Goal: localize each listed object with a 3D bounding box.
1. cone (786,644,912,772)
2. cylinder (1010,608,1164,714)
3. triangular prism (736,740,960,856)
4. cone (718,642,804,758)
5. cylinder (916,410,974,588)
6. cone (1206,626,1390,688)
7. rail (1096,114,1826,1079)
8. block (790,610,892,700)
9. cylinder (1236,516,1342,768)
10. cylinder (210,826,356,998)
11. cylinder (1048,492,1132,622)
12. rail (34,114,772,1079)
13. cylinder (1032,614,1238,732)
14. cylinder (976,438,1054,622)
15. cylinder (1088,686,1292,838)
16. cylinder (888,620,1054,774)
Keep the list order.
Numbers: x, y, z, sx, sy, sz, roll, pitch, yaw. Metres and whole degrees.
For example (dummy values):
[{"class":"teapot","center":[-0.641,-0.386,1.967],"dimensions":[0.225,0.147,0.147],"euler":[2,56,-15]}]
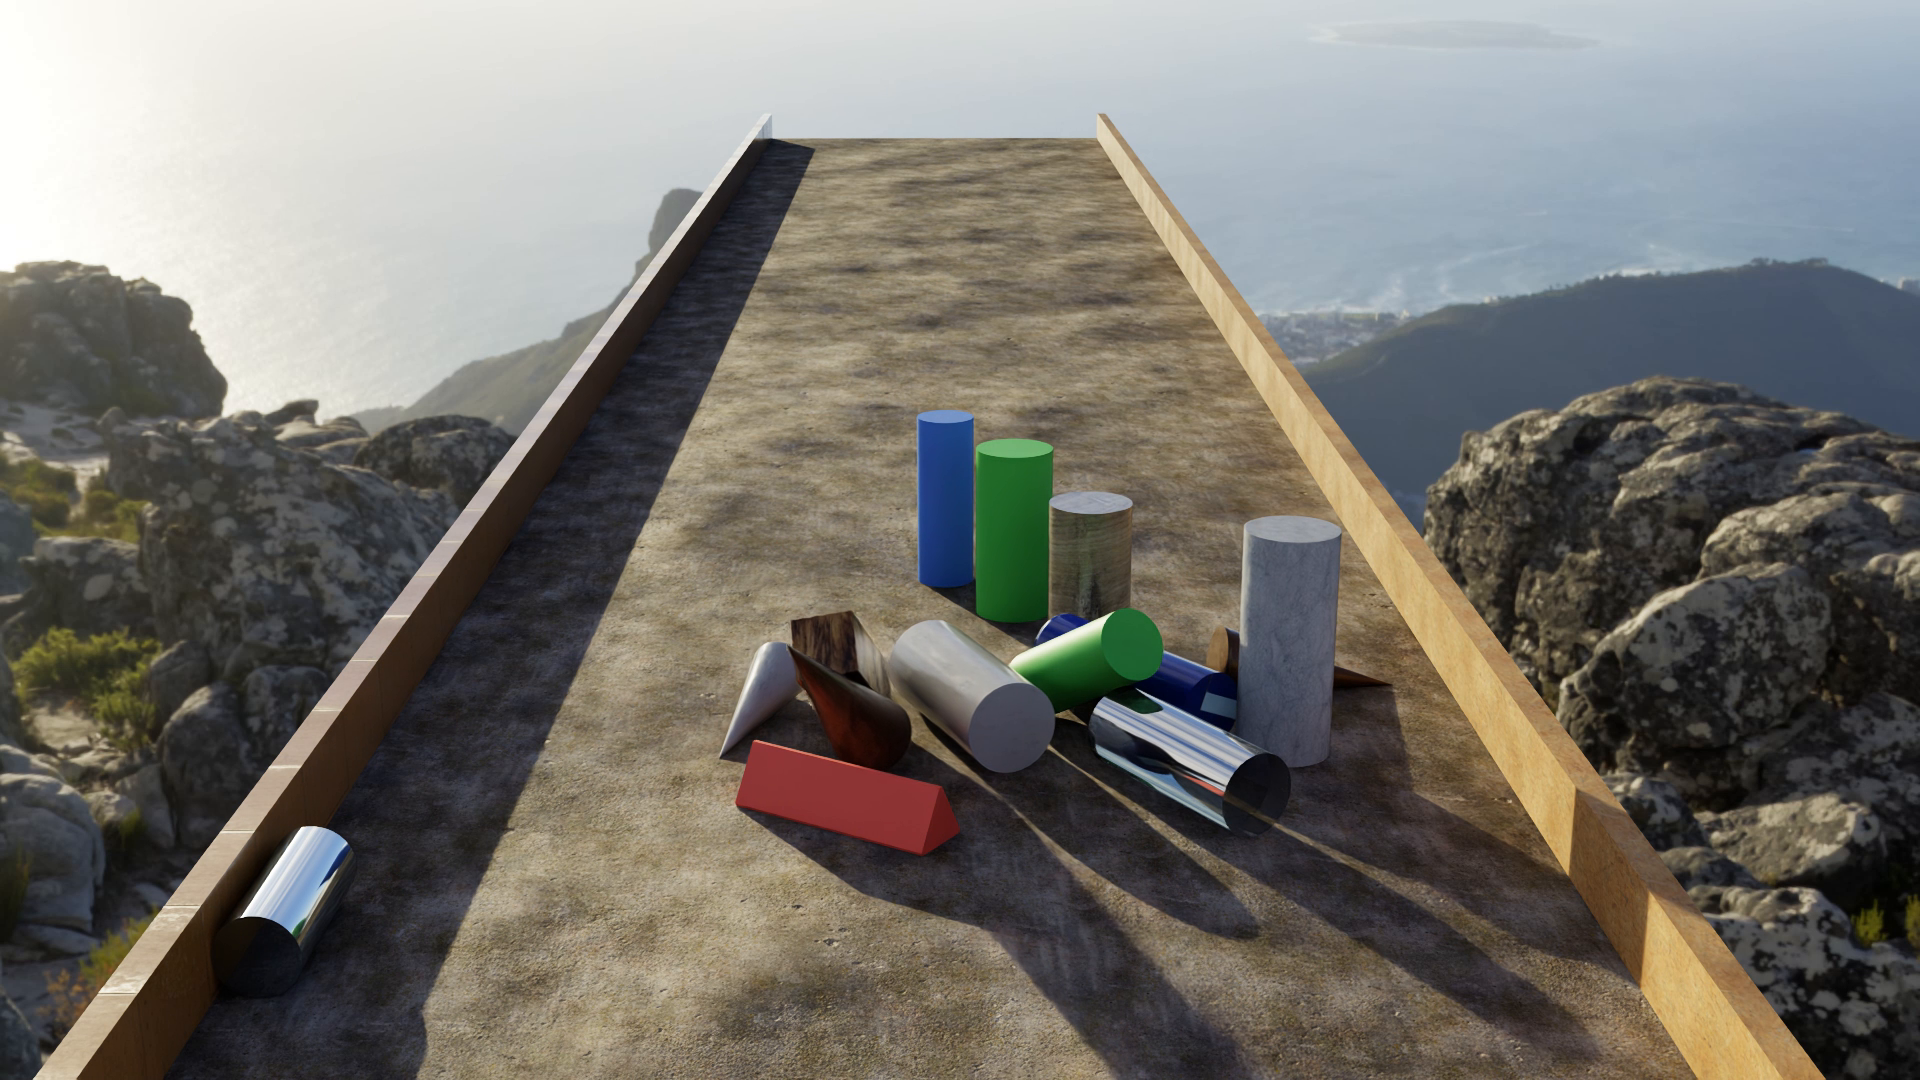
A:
[{"class":"cone","center":[-0.217,0.257,3.711],"dimensions":[0.146,0.146,0.394],"euler":[8,-24,24]},{"class":"cylinder","center":[0.222,0.227,3.980],"dimensions":[0.130,0.130,0.328],"euler":[-11,-10,-32]},{"class":"triangular prism","center":[-0.190,0.415,3.649],"dimensions":[0.377,0.098,0.113],"euler":[10,19,31]},{"class":"cone","center":[-0.385,0.318,4.054],"dimensions":[0.118,0.118,0.330],"euler":[5,27,16]},{"class":"cylinder","center":[-0.032,-0.092,4.879],"dimensions":[0.124,0.374,0.124],"euler":[0,17,0]},{"class":"cone","center":[0.668,0.256,4.248],"dimensions":[0.360,0.135,0.135],"euler":[8,15,-10]},{"class":"rail","center":[0.932,-0.844,7.801],"dimensions":[0.050,0.150,12.000],"euler":[0,17,-1]},{"class":"block","center":[-0.207,0.233,3.918],"dimensions":[0.108,0.108,0.338],"euler":[-10,-20,6]},{"class":"cylinder","center":[0.580,0.179,3.900],"dimensions":[0.169,0.413,0.169],"euler":[0,17,0]},{"class":"cylinder","center":[-0.979,0.537,3.200],"dimensions":[0.127,0.127,0.302],"euler":[0,17,-1]},{"class":"cylinder","center":[0.259,0.079,4.397],"dimensions":[0.166,0.321,0.166],"euler":[0,17,0]},{"class":"rail","center":[-1.118,-0.838,7.780],"dimensions":[0.050,0.150,12.000],"euler":[0,17,-1]},{"class":"cylinder","center":[0.322,0.259,4.105],"dimensions":[0.144,0.144,0.421],"euler":[-12,21,-36]},{"class":"cylinder","center":[0.115,-0.021,4.666],"dimensions":[0.162,0.359,0.162],"euler":[0,17,0]},{"class":"cylinder","center":[0.383,0.371,3.726],"dimensions":[0.145,0.145,0.370],"euler":[-10,20,-31]},{"class":"cylinder","center":[0.017,0.279,3.996],"dimensions":[0.167,0.167,0.373],"euler":[-7,18,-22]}]
